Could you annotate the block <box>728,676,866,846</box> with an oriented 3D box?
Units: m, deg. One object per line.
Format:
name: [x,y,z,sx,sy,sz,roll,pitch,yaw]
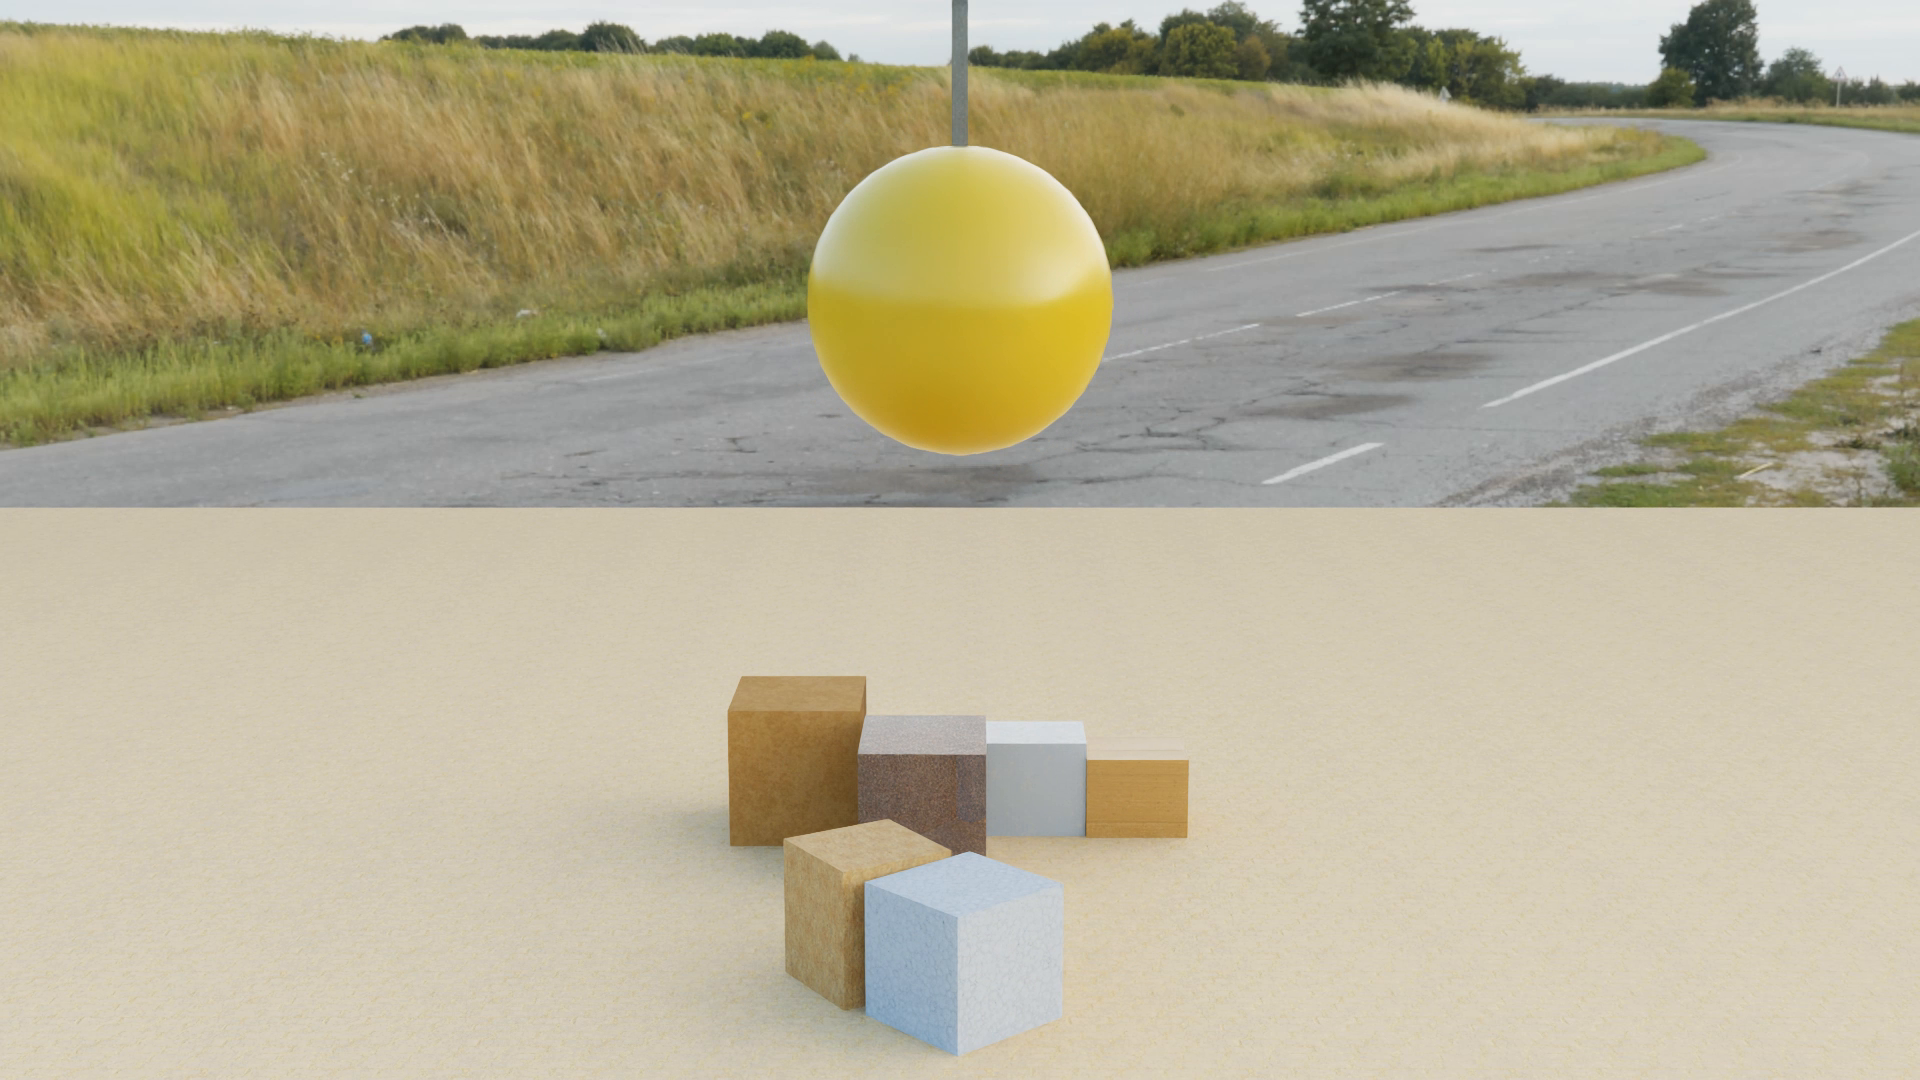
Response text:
block: [-0.828,1.132,11.375,0.661,0.702,0.730,0,10,0]

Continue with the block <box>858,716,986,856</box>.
block: [-0.175,1.271,10.685,0.602,0.677,0.710,0,10,0]

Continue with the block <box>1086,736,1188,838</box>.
block: [0.902,1.276,11.397,0.516,0.411,0.451,0,10,0]

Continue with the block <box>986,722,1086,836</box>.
block: [0.389,1.234,11.403,0.508,0.491,0.430,0,10,0]

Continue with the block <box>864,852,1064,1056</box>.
block: [0.016,1.655,8.879,0.575,0.566,0.555,-9,14,-42]

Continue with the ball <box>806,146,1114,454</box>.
ball: [0.000,-1.243,11.447,1.600,1.600,1.600,0,10,0]

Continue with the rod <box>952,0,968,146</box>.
rod: [0.000,-4.528,10.571,0.080,5.200,0.080,0,15,0]

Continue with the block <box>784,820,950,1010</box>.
block: [-0.392,1.569,9.277,0.516,0.593,0.510,-6,12,-32]
